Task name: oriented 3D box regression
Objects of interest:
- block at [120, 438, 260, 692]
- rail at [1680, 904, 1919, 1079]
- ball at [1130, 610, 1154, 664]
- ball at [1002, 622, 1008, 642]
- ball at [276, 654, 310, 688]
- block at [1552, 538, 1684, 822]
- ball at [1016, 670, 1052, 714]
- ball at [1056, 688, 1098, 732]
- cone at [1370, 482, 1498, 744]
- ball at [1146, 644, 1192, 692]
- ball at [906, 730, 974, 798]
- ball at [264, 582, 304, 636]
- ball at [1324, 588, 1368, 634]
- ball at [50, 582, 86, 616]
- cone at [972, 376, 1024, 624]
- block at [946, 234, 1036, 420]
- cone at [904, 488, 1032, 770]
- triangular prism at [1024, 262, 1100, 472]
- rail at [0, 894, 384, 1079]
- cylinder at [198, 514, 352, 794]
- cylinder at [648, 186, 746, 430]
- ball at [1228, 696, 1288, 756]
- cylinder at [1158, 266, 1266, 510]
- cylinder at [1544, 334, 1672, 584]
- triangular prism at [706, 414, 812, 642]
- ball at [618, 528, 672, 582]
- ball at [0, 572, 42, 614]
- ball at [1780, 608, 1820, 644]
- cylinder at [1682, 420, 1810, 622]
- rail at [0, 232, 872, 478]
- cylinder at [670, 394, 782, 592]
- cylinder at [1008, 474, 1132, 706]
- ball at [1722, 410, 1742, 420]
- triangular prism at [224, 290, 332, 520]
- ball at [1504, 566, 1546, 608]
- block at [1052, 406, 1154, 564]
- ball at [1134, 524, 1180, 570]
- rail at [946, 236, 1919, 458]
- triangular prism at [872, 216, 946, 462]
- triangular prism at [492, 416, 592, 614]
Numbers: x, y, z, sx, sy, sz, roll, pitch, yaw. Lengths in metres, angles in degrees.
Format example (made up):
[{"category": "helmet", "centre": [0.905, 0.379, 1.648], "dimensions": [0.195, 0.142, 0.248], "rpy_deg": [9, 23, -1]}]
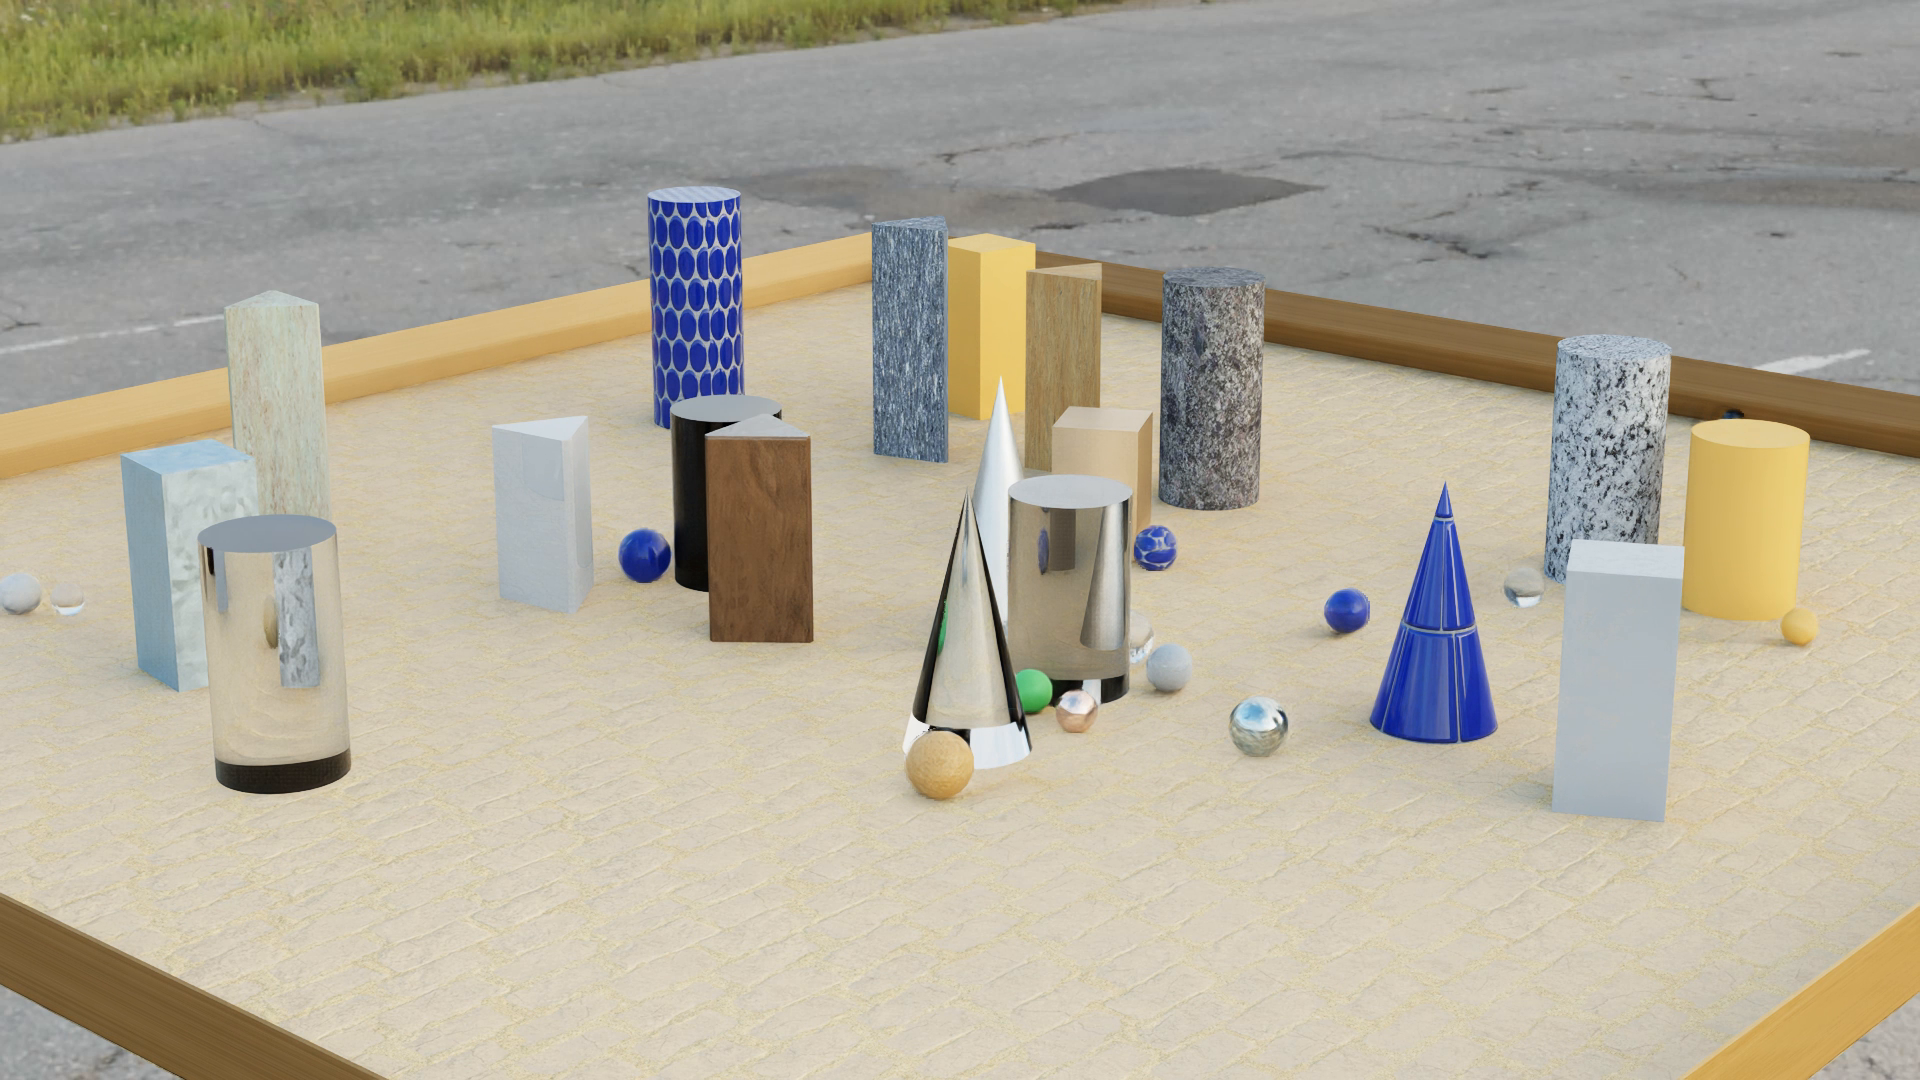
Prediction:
[{"category": "block", "centre": [-1.225, 0.039, 4.701], "dimensions": [0.157, 0.358, 0.157], "rpy_deg": [-13, 21, -37]}, {"category": "rail", "centre": [1.448, 0.395, 3.916], "dimensions": [0.045, 0.127, 3.946], "rpy_deg": [14, 22, 39]}, {"category": "ball", "centre": [0.271, 0.158, 4.770], "dimensions": [0.090, 0.090, 0.090], "rpy_deg": [0, 17, 0]}, {"category": "ball", "centre": [0.065, 0.169, 4.770], "dimensions": [0.069, 0.069, 0.069], "rpy_deg": [0, 17, 0]}, {"category": "ball", "centre": [-1.062, 0.208, 4.670], "dimensions": [0.053, 0.053, 0.053], "rpy_deg": [0, 17, 0]}, {"category": "block", "centre": [0.936, 0.198, 4.170], "dimensions": [0.157, 0.360, 0.157], "rpy_deg": [4, 17, 14]}, {"category": "ball", "centre": [0.110, 0.235, 4.553], "dimensions": [0.068, 0.068, 0.068], "rpy_deg": [0, 17, 0]}, {"category": "ball", "centre": [0.178, 0.260, 4.474], "dimensions": [0.066, 0.066, 0.066], "rpy_deg": [0, 17, 0]}, {"category": "cone", "centre": [0.730, 0.095, 4.463], "dimensions": [0.196, 0.388, 0.196], "rpy_deg": [0, 17, 0]}, {"category": "ball", "centre": [0.331, 0.203, 4.646], "dimensions": [0.075, 0.075, 0.075], "rpy_deg": [0, 17, 0]}, {"category": "ball", "centre": [-0.028, 0.322, 4.212], "dimensions": [0.098, 0.098, 0.098], "rpy_deg": [0, 17, 0]}, {"category": "ball", "centre": [-1.144, 0.115, 4.912], "dimensions": [0.091, 0.091, 0.091], "rpy_deg": [0, 17, 0]}, {"category": "ball", "centre": [0.648, 0.119, 4.924], "dimensions": [0.075, 0.075, 0.075], "rpy_deg": [0, 17, 0]}, {"category": "ball", "centre": [-1.525, 0.102, 5.014], "dimensions": [0.057, 0.057, 0.057], "rpy_deg": [0, 17, 0]}, {"category": "cone", "centre": [0.067, -0.062, 4.894], "dimensions": [0.196, 0.439, 0.196], "rpy_deg": [0, 17, 0]}, {"category": "block", "centre": [0.051, -0.464, 6.356], "dimensions": [0.157, 0.365, 0.157], "rpy_deg": [-14, 22, -39]}, {"category": "cone", "centre": [0.011, 0.115, 4.361], "dimensions": [0.196, 0.409, 0.196], "rpy_deg": [0, 17, 0]}, {"category": "triangular prism", "centre": [0.242, -0.346, 5.899], "dimensions": [0.170, 0.404, 0.147], "rpy_deg": [10, 20, 31]}, {"category": "rail", "centre": [-1.278, 0.457, 3.711], "dimensions": [3.883, 0.127, 0.045], "rpy_deg": [14, 22, 39]}, {"category": "cylinder", "centre": [-0.997, 0.165, 4.273], "dimensions": [0.196, 0.364, 0.196], "rpy_deg": [0, 17, 0]}, {"category": "cylinder", "centre": [-0.559, -0.492, 6.235], "dimensions": [0.196, 0.490, 0.196], "rpy_deg": [0, 17, 0]}, {"category": "ball", "centre": [0.445, 0.277, 4.374], "dimensions": [0.090, 0.090, 0.090], "rpy_deg": [0, 17, 0]}, {"category": "cylinder", "centre": [0.486, -0.294, 5.667], "dimensions": [0.196, 0.437, 0.196], "rpy_deg": [0, 17, 0]}, {"category": "cylinder", "centre": [1.144, -0.138, 5.186], "dimensions": [0.196, 0.417, 0.196], "rpy_deg": [0, 17, 0]}, {"category": "triangular prism", "centre": [-0.329, -0.022, 4.907], "dimensions": [0.170, 0.355, 0.147], "rpy_deg": [0, 17, 2]}, {"category": "ball", "centre": [-0.560, 0.026, 5.200], "dimensions": [0.095, 0.095, 0.095], "rpy_deg": [0, 17, 0]}, {"category": "ball", "centre": [-1.609, 0.092, 5.021], "dimensions": [0.072, 0.072, 0.072], "rpy_deg": [0, 17, 0]}, {"category": "ball", "centre": [1.395, 0.143, 4.868], "dimensions": [0.061, 0.061, 0.061], "rpy_deg": [0, 17, 0]}, {"category": "cylinder", "centre": [1.347, -0.036, 5.042], "dimensions": [0.196, 0.305, 0.196], "rpy_deg": [0, 17, 0]}, {"category": "rail", "centre": [-1.448, -0.331, 6.324], "dimensions": [0.045, 0.127, 3.946], "rpy_deg": [14, 22, 39]}, {"category": "cylinder", "centre": [-0.411, -0.083, 5.189], "dimensions": [0.196, 0.310, 0.196], "rpy_deg": [0, 17, 0]}, {"category": "cylinder", "centre": [0.172, 0.078, 4.630], "dimensions": [0.196, 0.323, 0.196], "rpy_deg": [0, 17, 0]}, {"category": "ball", "centre": [1.636, -0.253, 6.211], "dimensions": [0.044, 0.044, 0.044], "rpy_deg": [0, 17, 0]}, {"category": "triangular prism", "centre": [-1.292, -0.253, 5.563], "dimensions": [0.170, 0.419, 0.147], "rpy_deg": [-3, 17, -11]}, {"category": "ball", "centre": [0.974, 0.081, 5.055], "dimensions": [0.072, 0.072, 0.072], "rpy_deg": [0, 17, 0]}, {"category": "block", "centre": [0.260, -0.103, 5.365], "dimensions": [0.157, 0.246, 0.157], "rpy_deg": [4, 17, 13]}, {"category": "ball", "centre": [0.353, 0.013, 5.266], "dimensions": [0.081, 0.081, 0.081], "rpy_deg": [0, 17, 0]}, {"category": "rail", "centre": [1.278, -0.393, 6.529], "dimensions": [3.883, 0.127, 0.045], "rpy_deg": [14, 22, 39]}, {"category": "triangular prism", "centre": [-0.070, -0.416, 5.999], "dimensions": [0.170, 0.479, 0.147], "rpy_deg": [8, 19, 26]}, {"category": "triangular prism", "centre": [-0.693, -0.052, 5.091], "dimensions": [0.170, 0.307, 0.147], "rpy_deg": [11, 20, 33]}]
